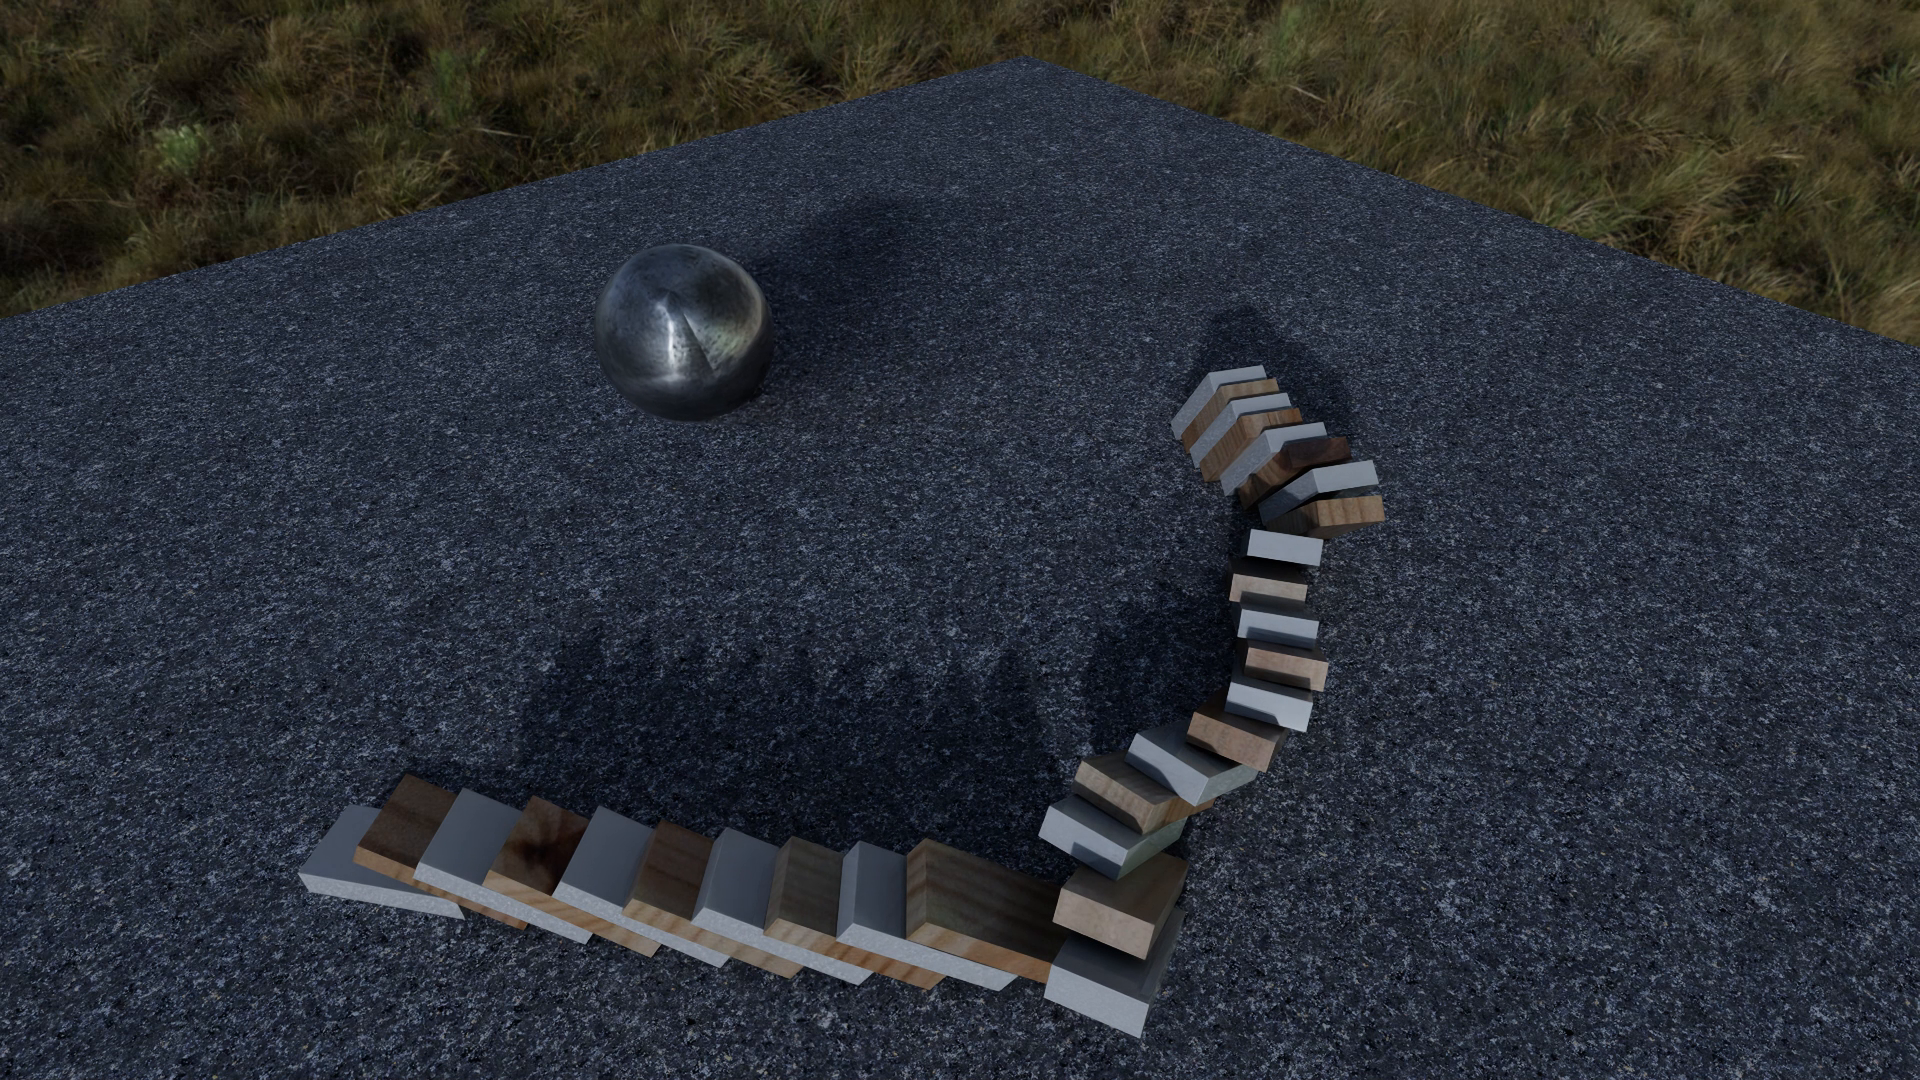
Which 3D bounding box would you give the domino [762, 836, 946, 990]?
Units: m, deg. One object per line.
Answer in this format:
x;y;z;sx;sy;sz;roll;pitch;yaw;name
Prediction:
-0.027;0.102;0.300;0.050;0.009;0.025;26;36;-18;domino

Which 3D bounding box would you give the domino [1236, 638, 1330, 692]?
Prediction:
0.109;0.039;0.375;0.025;0.009;0.050;11;8;10;domino

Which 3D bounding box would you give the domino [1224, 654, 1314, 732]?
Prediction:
0.102;0.049;0.362;0.025;0.009;0.050;13;8;14;domino

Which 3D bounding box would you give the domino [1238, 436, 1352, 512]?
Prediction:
0.135;-0.026;0.446;0.025;0.050;0.010;-9;74;-11;domino

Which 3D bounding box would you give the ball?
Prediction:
-0.125;-0.094;0.503;0.080;0.080;0.080;0;39;0;ball

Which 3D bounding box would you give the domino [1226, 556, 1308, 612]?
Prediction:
0.112;0.016;0.404;0.025;0.010;0.050;9;8;11;domino

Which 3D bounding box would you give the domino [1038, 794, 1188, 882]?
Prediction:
0.046;0.083;0.322;0.025;0.009;0.050;24;12;29;domino

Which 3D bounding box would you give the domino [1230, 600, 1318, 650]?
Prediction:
0.111;0.027;0.390;0.025;0.010;0.050;9;7;10;domino

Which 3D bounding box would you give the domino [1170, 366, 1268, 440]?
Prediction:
0.114;-0.060;0.487;0.025;0.050;0.009;-10;73;-11;domino

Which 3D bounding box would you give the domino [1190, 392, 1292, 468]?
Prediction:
0.119;-0.046;0.470;0.025;0.050;0.010;-10;73;-11;domino

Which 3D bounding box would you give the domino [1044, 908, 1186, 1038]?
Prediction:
0.042;0.109;0.292;0.025;0.010;0.050;16;13;19;domino

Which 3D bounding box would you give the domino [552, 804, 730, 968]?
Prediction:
-0.084;0.097;0.307;0.050;0.010;0.025;28;39;-11;domino

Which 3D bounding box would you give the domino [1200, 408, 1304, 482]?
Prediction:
0.122;-0.039;0.461;0.025;0.050;0.010;-9;74;-10;domino

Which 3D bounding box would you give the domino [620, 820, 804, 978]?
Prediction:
-0.065;0.099;0.303;0.050;0.010;0.025;28;37;-15;domino

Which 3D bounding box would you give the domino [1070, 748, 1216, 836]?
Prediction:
0.057;0.074;0.332;0.025;0.010;0.050;28;14;33;domino

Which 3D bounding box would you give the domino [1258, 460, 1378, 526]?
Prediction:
0.141;-0.018;0.437;0.025;0.050;0.009;-9;78;-11;domino

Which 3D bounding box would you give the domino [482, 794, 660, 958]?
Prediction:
-0.104;0.095;0.310;0.050;0.010;0.025;28;39;-11;domino

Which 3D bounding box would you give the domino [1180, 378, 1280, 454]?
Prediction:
0.117;-0.053;0.479;0.025;0.050;0.010;-10;73;-11;domino

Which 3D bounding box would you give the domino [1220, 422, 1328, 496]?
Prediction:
0.129;-0.033;0.454;0.025;0.050;0.010;-9;74;-11;domino

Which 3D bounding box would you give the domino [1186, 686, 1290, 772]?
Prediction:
0.090;0.059;0.350;0.025;0.009;0.050;20;10;21;domino

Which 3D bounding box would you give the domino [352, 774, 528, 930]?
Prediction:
-0.142;0.090;0.316;0.050;0.009;0.025;28;39;-12;domino

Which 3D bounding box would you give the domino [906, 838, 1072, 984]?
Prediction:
0.009;0.101;0.299;0.050;0.010;0.025;26;35;-22;domino

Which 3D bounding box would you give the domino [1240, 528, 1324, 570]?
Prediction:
0.120;0.004;0.415;0.025;0.010;0.050;9;-1;11;domino

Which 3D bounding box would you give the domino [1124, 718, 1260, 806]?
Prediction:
0.074;0.067;0.341;0.025;0.010;0.050;30;15;31;domino

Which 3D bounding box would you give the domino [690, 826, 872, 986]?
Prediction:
-0.046;0.100;0.302;0.050;0.009;0.025;27;37;-16;domino

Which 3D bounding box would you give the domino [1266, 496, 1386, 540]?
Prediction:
0.140;-0.007;0.426;0.025;0.050;0.009;-5;83;-6;domino

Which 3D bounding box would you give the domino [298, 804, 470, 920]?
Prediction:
-0.165;0.095;0.327;0.050;0.010;0.025;7;40;8;domino

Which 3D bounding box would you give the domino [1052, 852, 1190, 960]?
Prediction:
0.046;0.096;0.303;0.025;0.009;0.050;16;8;20;domino

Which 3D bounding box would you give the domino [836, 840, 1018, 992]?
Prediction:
-0.008;0.102;0.299;0.050;0.009;0.025;25;35;-20;domino

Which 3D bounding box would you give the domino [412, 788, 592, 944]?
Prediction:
-0.124;0.092;0.312;0.050;0.009;0.025;27;39;-13;domino
